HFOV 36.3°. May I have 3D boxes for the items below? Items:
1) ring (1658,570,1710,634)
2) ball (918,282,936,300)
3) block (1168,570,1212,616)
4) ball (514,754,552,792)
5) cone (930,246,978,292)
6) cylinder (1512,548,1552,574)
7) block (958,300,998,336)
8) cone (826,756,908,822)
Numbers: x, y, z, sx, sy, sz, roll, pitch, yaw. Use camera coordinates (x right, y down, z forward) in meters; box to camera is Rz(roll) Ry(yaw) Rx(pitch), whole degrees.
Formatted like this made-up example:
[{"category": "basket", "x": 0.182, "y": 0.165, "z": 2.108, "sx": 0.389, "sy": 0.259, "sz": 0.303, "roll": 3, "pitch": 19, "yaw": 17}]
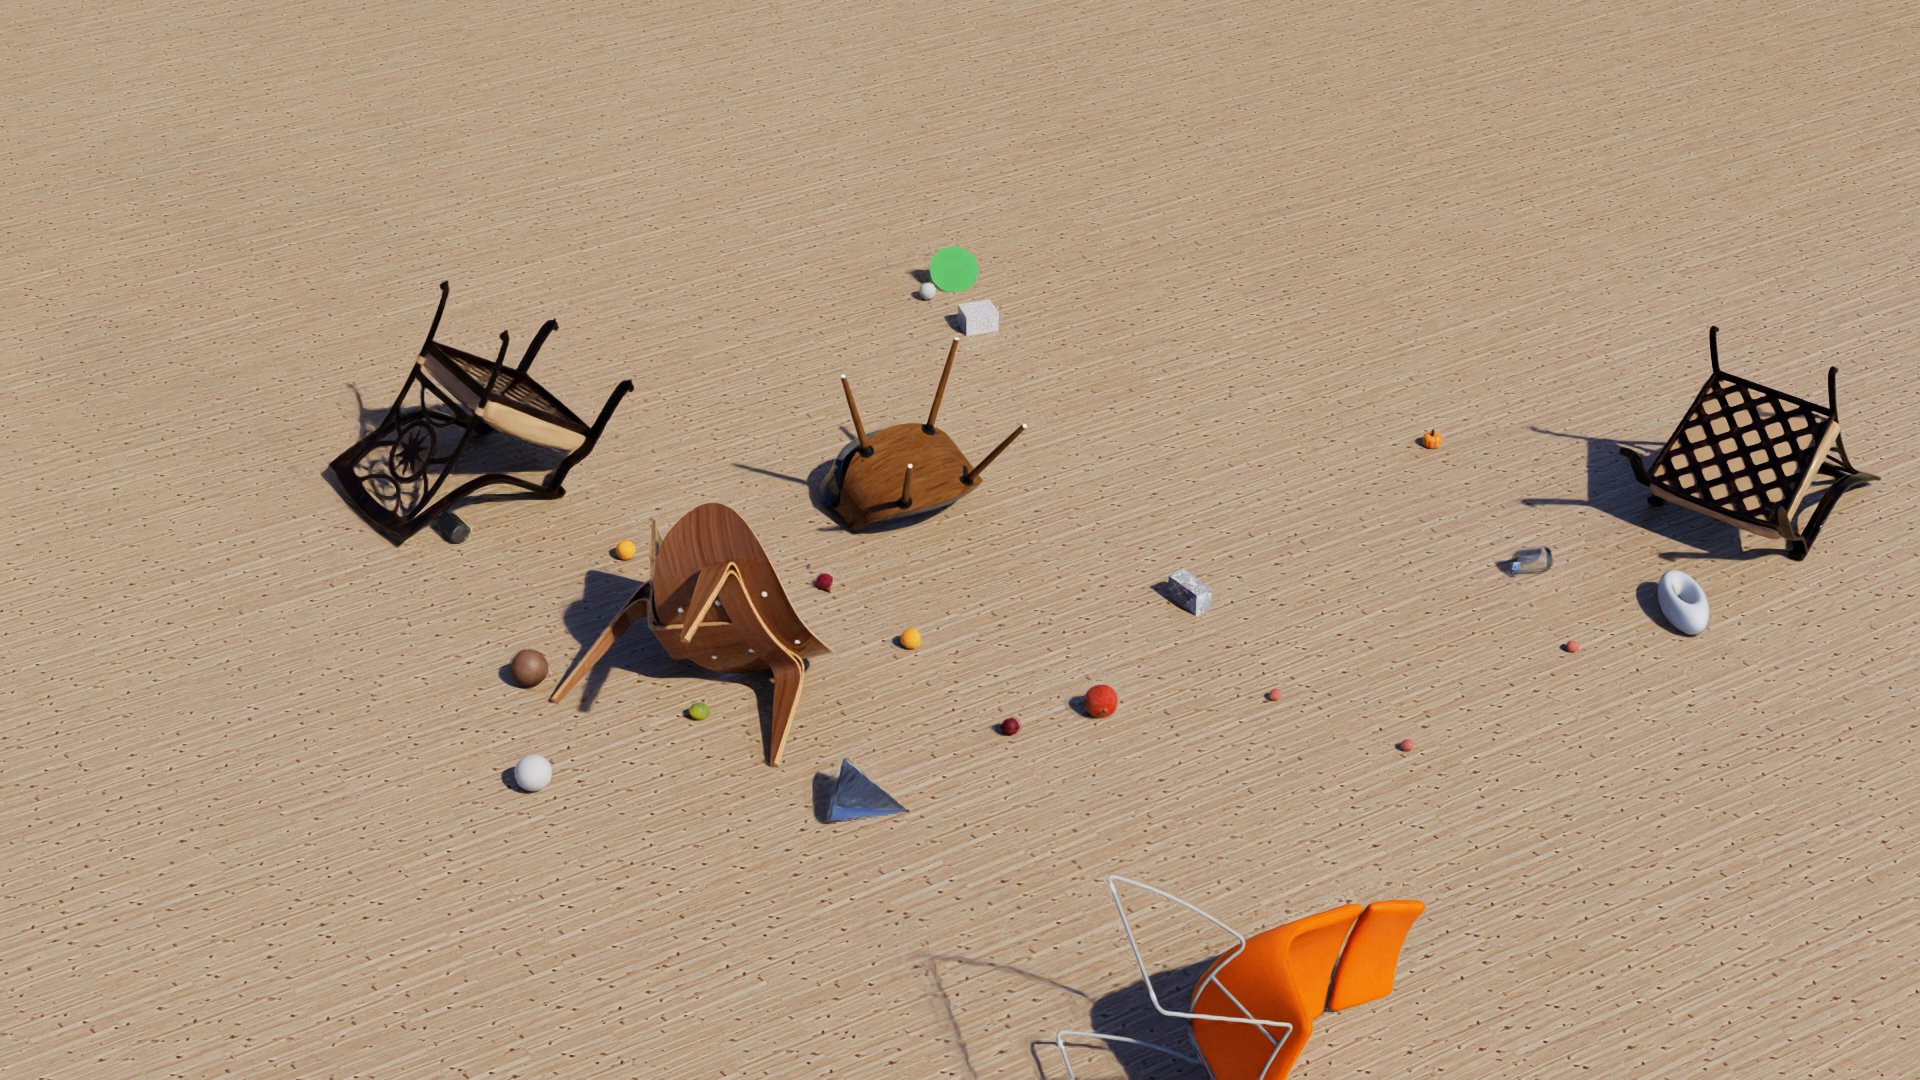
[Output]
[{"category": "ring", "x": 2.592, "y": 0.223, "z": 10.505, "sx": 0.156, "sy": 0.113, "sz": 0.335, "roll": -6, "pitch": 33, "yaw": -5}, {"category": "ball", "x": -0.138, "y": -1.060, "z": 12.485, "sx": 0.074, "sy": 0.074, "sz": 0.074, "roll": 0, "pitch": 33, "yaw": 0}, {"category": "block", "x": 0.828, "y": 0.190, "z": 10.575, "sx": 0.071, "sy": 0.090, "sz": 0.159, "roll": -22, "pitch": 39, "yaw": -29}, {"category": "ball", "x": -1.407, "y": 0.767, "z": 9.668, "sx": 0.124, "sy": 0.124, "sz": 0.124, "roll": 0, "pitch": 33, "yaw": 0}, {"category": "cone", "x": -0.013, "y": -1.162, "z": 12.630, "sx": 0.213, "sy": 0.198, "sz": 0.170, "roll": 7, "pitch": 4, "yaw": 8}, {"category": "cylinder", "x": 2.095, "y": 0.076, "z": 10.746, "sx": 0.124, "sy": 0.093, "sz": 0.080, "roll": -6, "pitch": 56, "yaw": -9}, {"category": "block", "x": 0.076, "y": -0.931, "z": 12.278, "sx": 0.141, "sy": 0.088, "sz": 0.119, "roll": -10, "pitch": 35, "yaw": -15}, {"category": "cone", "x": -0.289, "y": 0.850, "z": 9.588, "sx": 0.254, "sy": 0.123, "sz": 0.243, "roll": 17, "pitch": 58, "yaw": -4}]
